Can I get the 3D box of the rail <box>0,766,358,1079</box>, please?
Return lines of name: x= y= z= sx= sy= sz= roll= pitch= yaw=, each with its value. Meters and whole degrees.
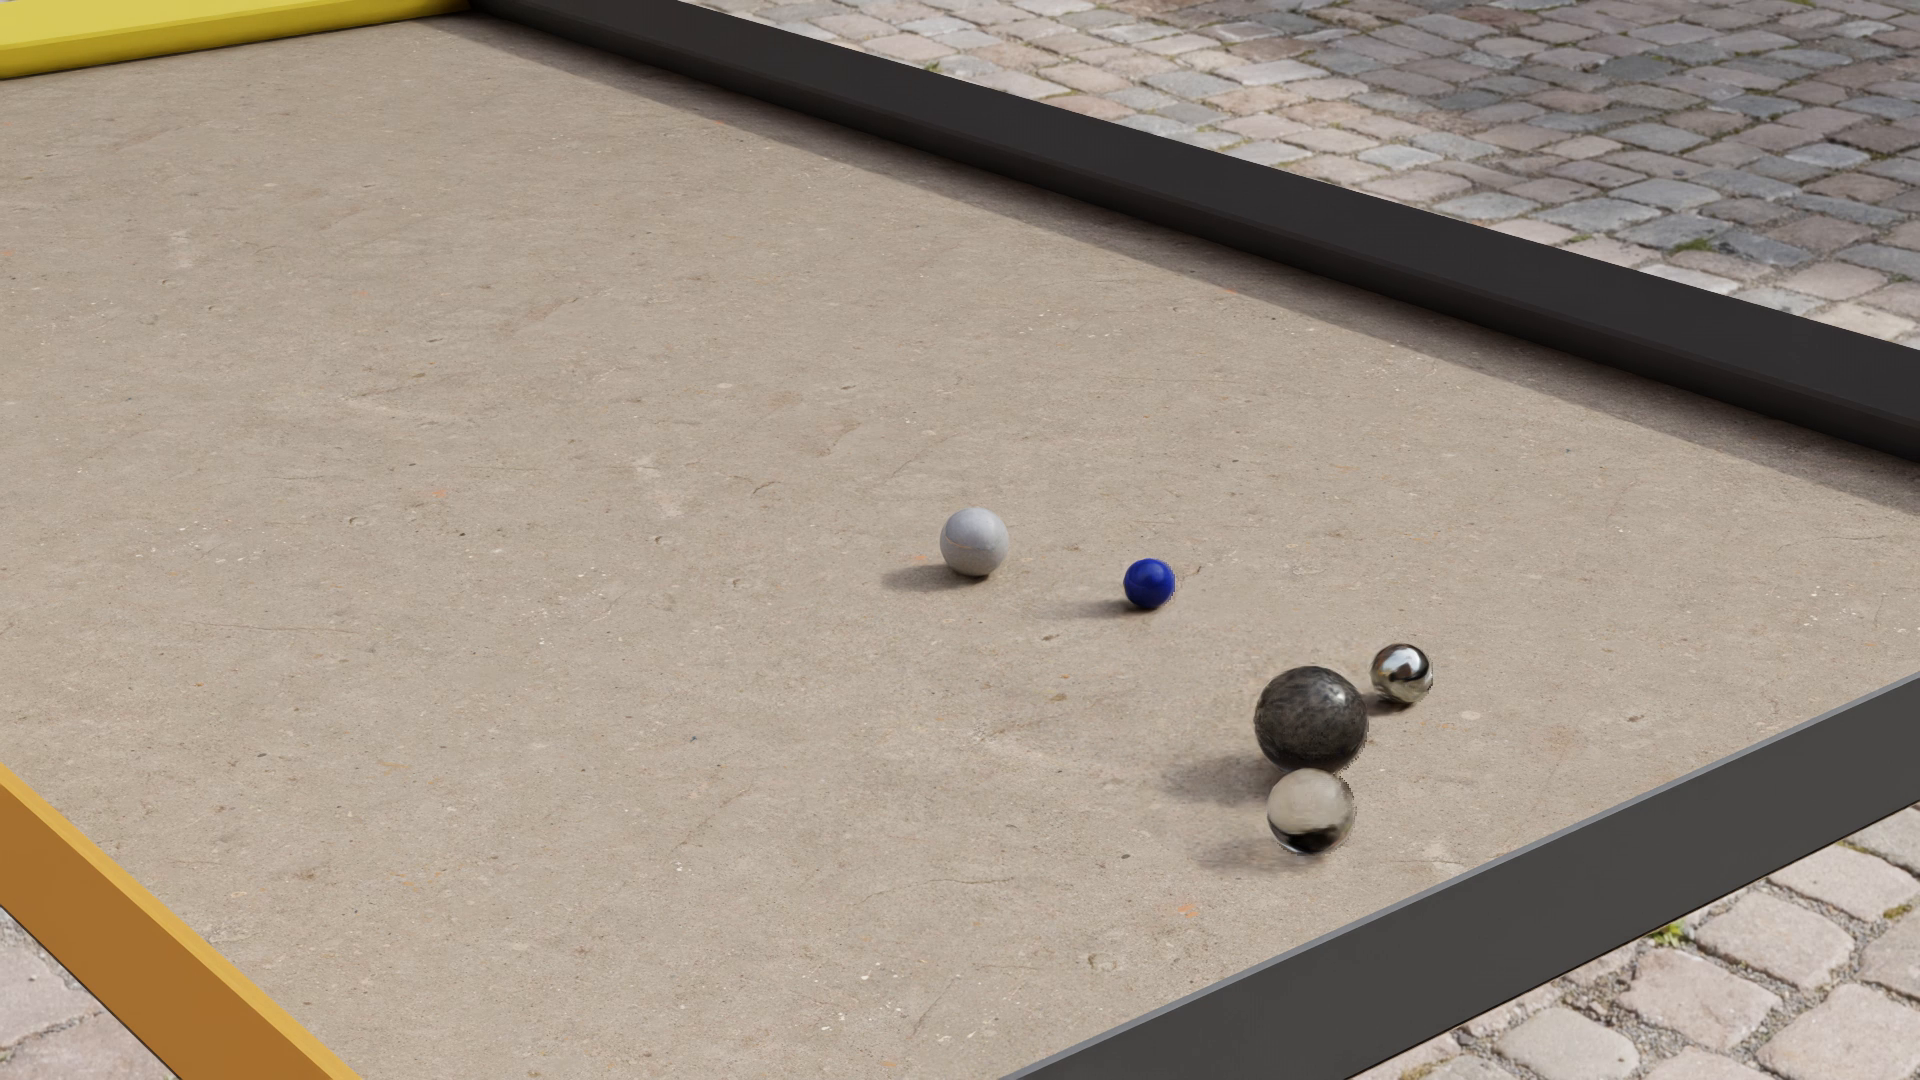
rail: x=-1.142 y=-0.049 z=2.559 sx=0.045 sy=0.107 sz=3.084 roll=-17 pitch=27 yaw=-36

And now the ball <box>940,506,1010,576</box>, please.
ball: x=0.012 y=0.001 z=2.500 sx=0.060 sy=0.060 sz=0.060 roll=0 pitch=22 yaw=0

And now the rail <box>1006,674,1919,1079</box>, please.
rail: x=0.470 y=0.193 z=1.957 sx=1.739 sy=0.107 sz=0.045 roll=-17 pitch=27 yaw=-36

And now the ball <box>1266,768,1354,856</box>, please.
ball: x=0.242 y=0.188 z=2.035 sx=0.060 sy=0.060 sz=0.060 roll=0 pitch=22 yaw=0

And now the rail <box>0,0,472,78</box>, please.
rail: x=-1.439 y=-0.687 z=4.148 sx=1.739 sy=0.107 sz=0.045 roll=-17 pitch=27 yaw=-36

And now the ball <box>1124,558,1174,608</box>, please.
ball: x=0.156 y=0.036 z=2.439 sx=0.041 sy=0.041 sz=0.041 roll=0 pitch=22 yaw=0

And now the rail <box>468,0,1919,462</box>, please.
rail: x=0.173 y=-0.445 z=3.546 sx=0.045 sy=0.107 sz=3.084 roll=-17 pitch=27 yaw=-36

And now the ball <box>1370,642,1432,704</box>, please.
ball: x=0.339 y=0.103 z=2.264 sx=0.047 sy=0.047 sz=0.047 roll=0 pitch=22 yaw=0

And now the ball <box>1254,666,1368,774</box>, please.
ball: x=0.255 y=0.133 z=2.143 sx=0.082 sy=0.082 sz=0.082 roll=0 pitch=22 yaw=0
